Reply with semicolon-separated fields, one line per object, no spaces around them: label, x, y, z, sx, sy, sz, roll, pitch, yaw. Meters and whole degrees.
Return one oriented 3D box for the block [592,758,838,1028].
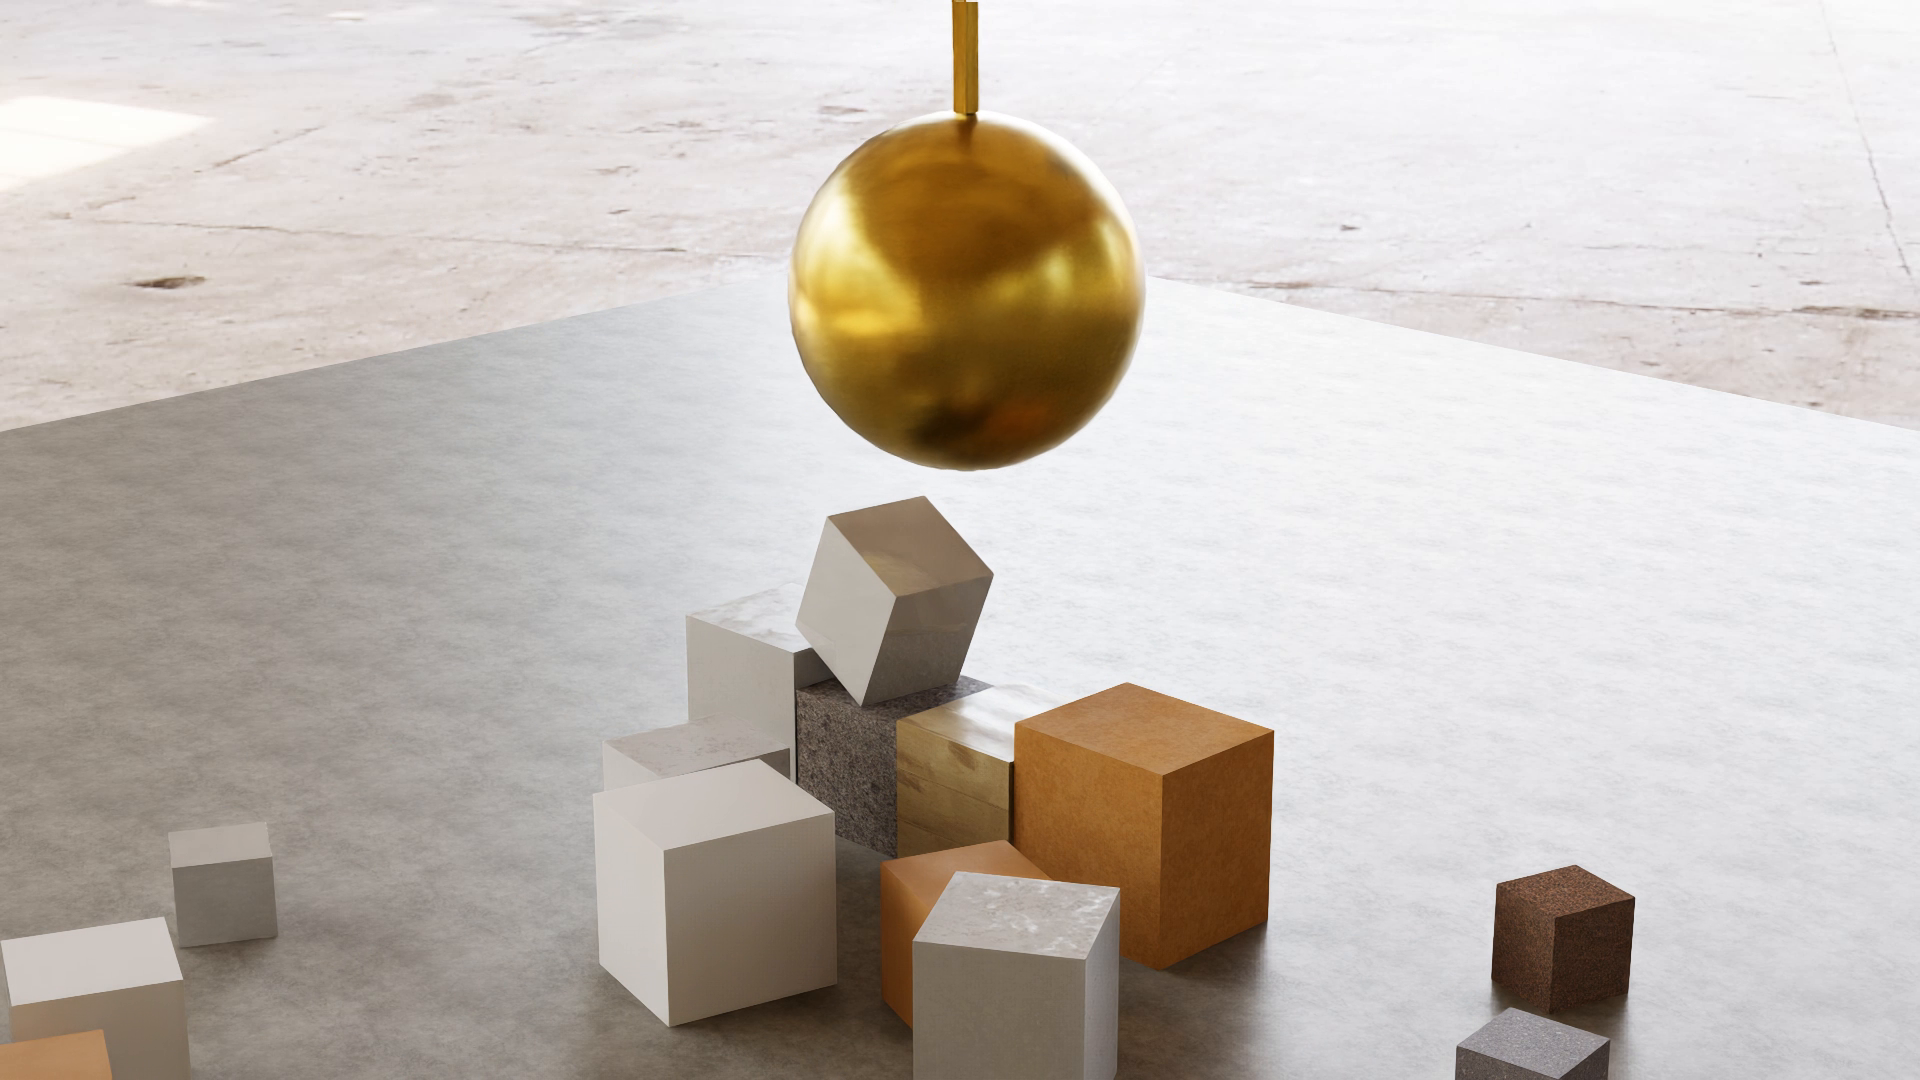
block;-1.031;1.471;12.356;0.782;0.784;0.691;-10;20;-29

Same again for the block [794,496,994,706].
block;-0.315;0.282;13.788;0.566;0.678;0.599;-13;46;-35

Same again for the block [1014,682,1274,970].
block;0.801;1.240;12.902;0.737;0.897;0.861;-17;24;-42

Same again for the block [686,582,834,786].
block;-0.818;0.778;14.454;0.788;0.848;0.701;17;24;42

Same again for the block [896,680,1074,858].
block;0.240;1.158;13.465;0.780;0.716;0.716;-16;24;-42

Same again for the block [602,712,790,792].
block;-1.190;1.236;13.311;0.652;0.660;0.556;-12;21;-33

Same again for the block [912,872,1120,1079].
block;0.223;1.802;11.291;0.659;0.791;0.659;4;18;14

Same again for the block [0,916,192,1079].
block;-3.305;1.899;11.239;0.614;0.637;0.596;-7;19;-20

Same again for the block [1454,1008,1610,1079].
block;2.166;2.073;11.127;0.427;0.372;0.413;14;22;37

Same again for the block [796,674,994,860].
block;-0.272;1.026;13.972;0.702;0.664;0.718;-17;24;-42

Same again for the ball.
ball;0.030;-1.103;13.026;1.600;1.600;1.600;0;17;0

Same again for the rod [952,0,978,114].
rod;0.013;-4.342;11.991;0.080;5.200;0.080;17;24;42

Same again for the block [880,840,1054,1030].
block;0.049;1.663;12.027;0.566;0.616;0.574;-8;19;-23

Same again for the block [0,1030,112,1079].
block;-3.303;2.187;10.343;0.641;0.625;0.595;-6;19;-19

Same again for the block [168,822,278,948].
block;-3.244;1.513;12.902;0.421;0.376;0.405;-5;18;-16

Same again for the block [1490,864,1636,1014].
block;2.527;1.671;12.299;0.423;0.438;0.383;-9;20;-27
